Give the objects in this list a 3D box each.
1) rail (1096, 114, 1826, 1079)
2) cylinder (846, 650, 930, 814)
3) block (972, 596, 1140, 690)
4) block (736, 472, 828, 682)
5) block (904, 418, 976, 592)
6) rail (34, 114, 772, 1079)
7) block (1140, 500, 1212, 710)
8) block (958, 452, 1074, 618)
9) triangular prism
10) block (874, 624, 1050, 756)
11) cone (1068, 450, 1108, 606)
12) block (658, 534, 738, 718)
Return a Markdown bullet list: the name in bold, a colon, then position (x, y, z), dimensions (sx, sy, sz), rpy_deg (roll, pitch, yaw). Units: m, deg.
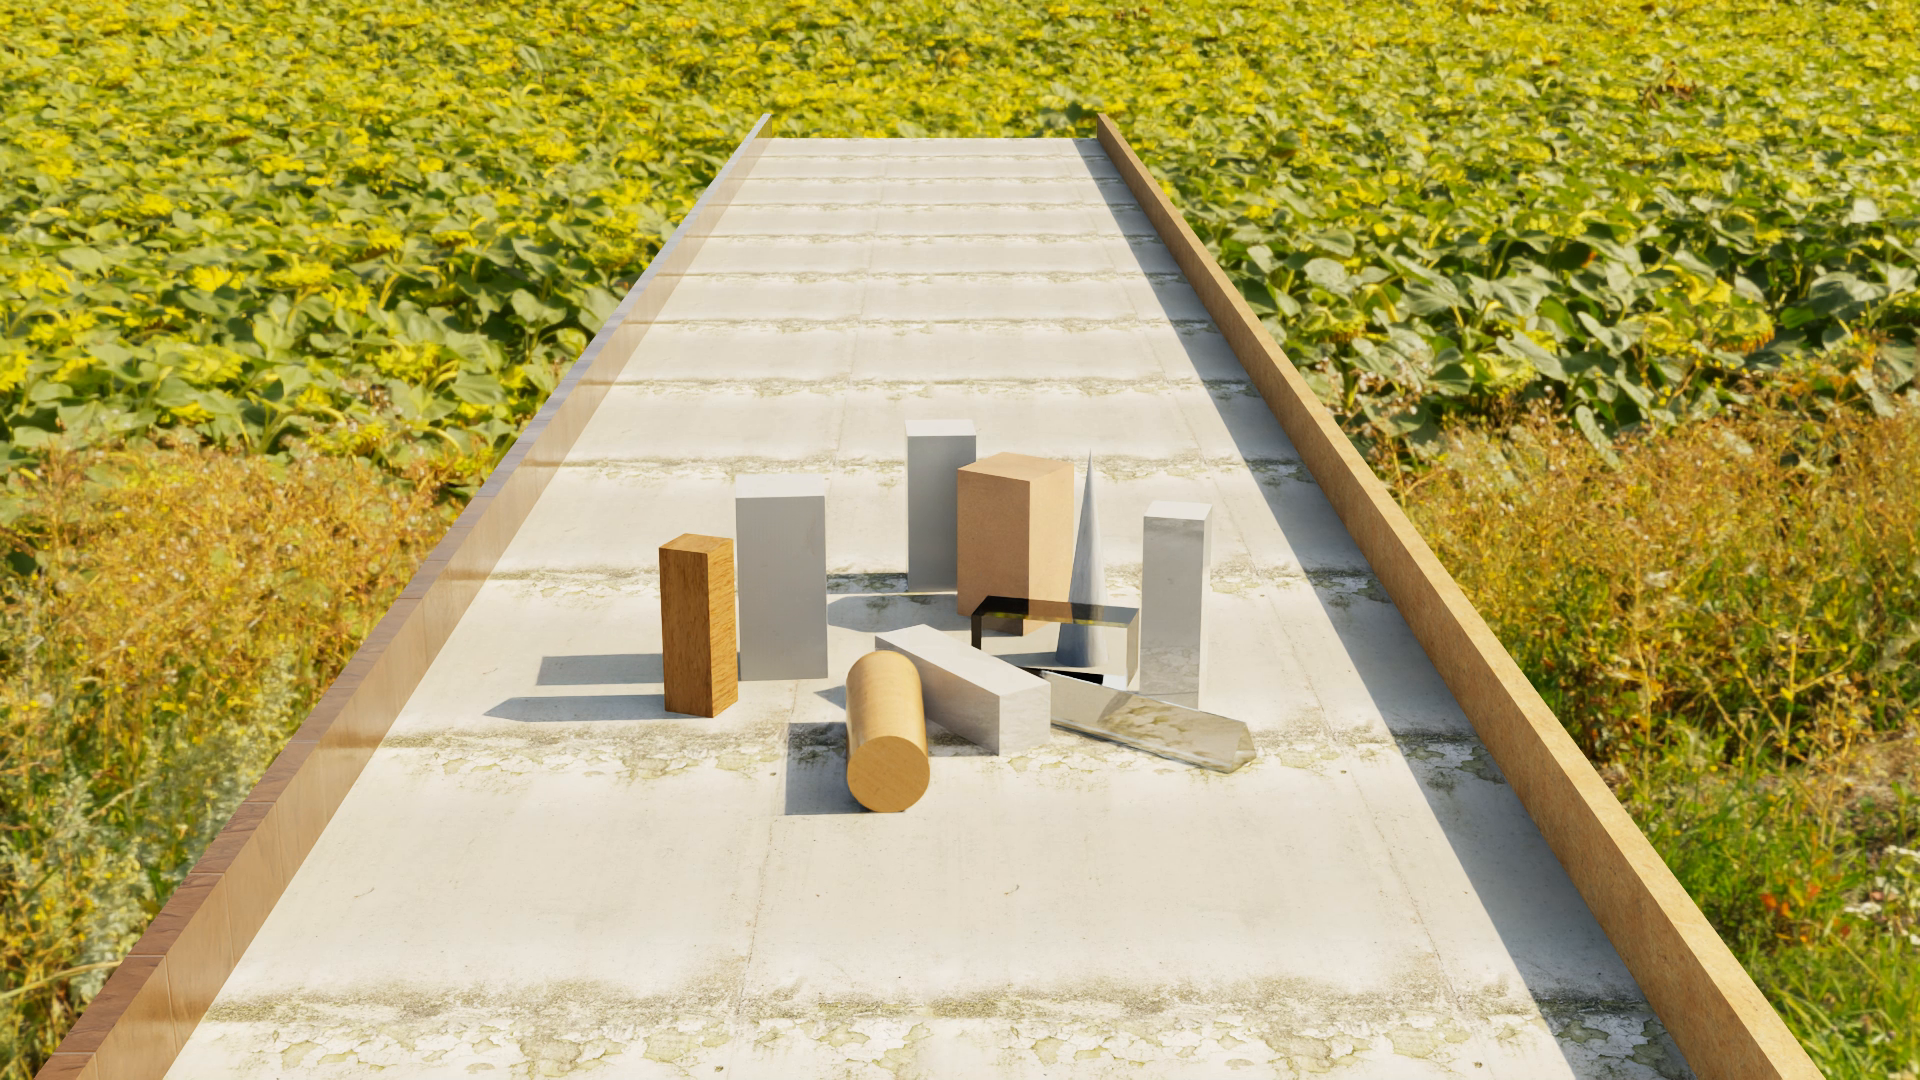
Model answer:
- **rail**: position (0.932, -0.844, 7.801), dimensions (0.050, 0.150, 12.000), rpy_deg (0, 17, -1)
- **cylinder**: position (-0.131, 0.330, 3.871), dimensions (0.139, 0.139, 0.426), rpy_deg (-1, 17, -3)
- **block**: position (0.188, 0.201, 4.327), dimensions (0.309, 0.127, 0.127), rpy_deg (4, 17, 15)
- **block**: position (-0.352, 0.071, 4.334), dimensions (0.171, 0.372, 0.171), rpy_deg (-2, 17, -5)
- **block**: position (-0.044, -0.076, 4.861), dimensions (0.149, 0.355, 0.149), rpy_deg (-1, 17, -4)
- **rail**: position (-1.118, -0.838, 7.780), dimensions (0.050, 0.150, 12.000), rpy_deg (0, 17, -1)
- **block**: position (0.405, 0.127, 4.130), dimensions (0.112, 0.381, 0.112), rpy_deg (4, 17, 13)
- **block**: position (0.118, -0.002, 4.671), dimensions (0.179, 0.321, 0.179), rpy_deg (11, 20, 32)
- **triangular prism**: position (0.327, 0.320, 4.001), dimensions (0.440, 0.080, 0.093), rpy_deg (12, 20, 36)
- **block**: position (0.000, 0.275, 4.103), dimensions (0.114, 0.114, 0.405), rpy_deg (-11, 20, -34)
- **cone**: position (0.258, 0.021, 4.406), dimensions (0.107, 0.428, 0.107), rpy_deg (0, 17, 0)
- **block**: position (-0.489, 0.160, 4.125), dimensions (0.102, 0.322, 0.102), rpy_deg (7, 18, 21)
